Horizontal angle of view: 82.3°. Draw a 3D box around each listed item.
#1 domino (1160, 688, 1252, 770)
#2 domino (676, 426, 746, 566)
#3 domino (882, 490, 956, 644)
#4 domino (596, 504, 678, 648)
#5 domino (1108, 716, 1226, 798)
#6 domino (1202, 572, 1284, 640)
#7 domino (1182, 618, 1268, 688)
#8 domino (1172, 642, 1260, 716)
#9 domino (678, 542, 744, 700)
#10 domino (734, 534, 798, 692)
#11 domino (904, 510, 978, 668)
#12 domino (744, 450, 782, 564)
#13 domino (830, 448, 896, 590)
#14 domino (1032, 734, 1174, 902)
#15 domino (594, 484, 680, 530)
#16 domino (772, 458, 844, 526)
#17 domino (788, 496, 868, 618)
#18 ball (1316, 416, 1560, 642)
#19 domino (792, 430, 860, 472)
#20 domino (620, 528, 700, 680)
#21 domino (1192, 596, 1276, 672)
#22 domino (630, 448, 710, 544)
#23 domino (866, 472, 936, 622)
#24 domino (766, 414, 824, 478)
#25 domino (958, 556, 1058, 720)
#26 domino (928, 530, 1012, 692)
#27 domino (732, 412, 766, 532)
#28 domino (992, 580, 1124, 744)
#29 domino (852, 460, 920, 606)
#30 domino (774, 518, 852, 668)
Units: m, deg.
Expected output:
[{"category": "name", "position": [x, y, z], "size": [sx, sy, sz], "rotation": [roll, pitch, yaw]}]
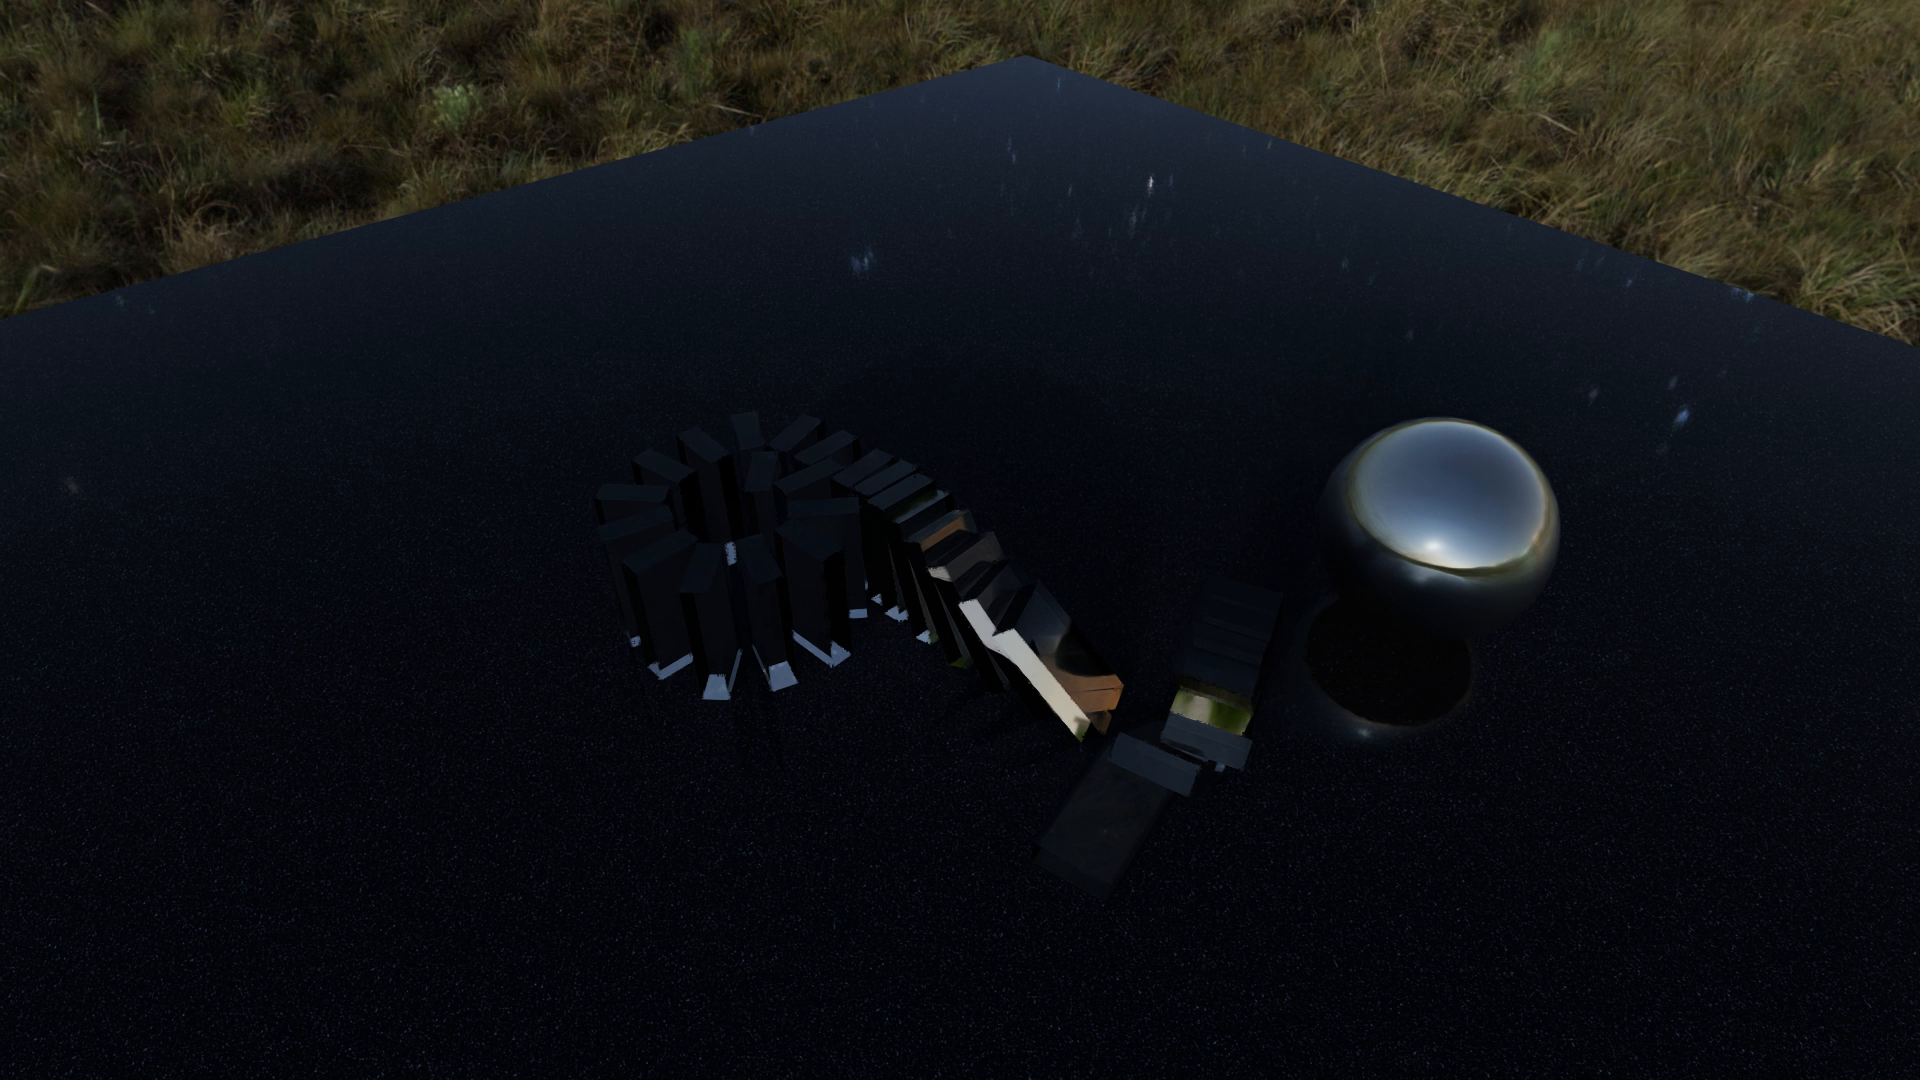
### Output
[{"category": "domino", "position": [0.078, 0.059, 0.347], "size": [0.025, 0.010, 0.050], "rotation": [18, 5, 13]}, {"category": "domino", "position": [-0.097, -0.017, 0.432], "size": [0.009, 0.050, 0.025], "rotation": [-29, 48, -31]}, {"category": "domino", "position": [-0.010, 0.010, 0.399], "size": [0.025, 0.050, 0.010], "rotation": [-32, 32, -33]}, {"category": "domino", "position": [-0.111, 0.013, 0.395], "size": [0.025, 0.050, 0.010], "rotation": [-20, 43, -23]}, {"category": "domino", "position": [0.066, 0.066, 0.340], "size": [0.025, 0.009, 0.050], "rotation": [21, 5, 24]}, {"category": "domino", "position": [0.099, 0.025, 0.384], "size": [0.025, 0.050, 0.010], "rotation": [17, 79, 19]}, {"category": "domino", "position": [0.089, 0.039, 0.367], "size": [0.025, 0.050, 0.010], "rotation": [17, 79, 19]}, {"category": "domino", "position": [0.084, 0.046, 0.359], "size": [0.025, 0.050, 0.009], "rotation": [17, 79, 19]}, {"category": "domino", "position": [-0.085, 0.028, 0.377], "size": [0.009, 0.050, 0.025], "rotation": [1, 39, 2]}, {"category": "domino", "position": [-0.067, 0.025, 0.380], "size": [0.009, 0.050, 0.025], "rotation": [-17, 42, -19]}, {"category": "domino", "position": [0.000, 0.017, 0.391], "size": [0.025, 0.050, 0.009], "rotation": [-33, 23, -34]}, {"category": "domino", "position": [-0.072, -0.006, 0.419], "size": [0.009, 0.050, 0.025], "rotation": [-2, 39, 0]}, {"category": "domino", "position": [-0.035, -0.007, 0.420], "size": [0.010, 0.050, 0.025], "rotation": [25, 46, 31]}, {"category": "domino", "position": [0.046, 0.085, 0.340], "size": [0.025, 0.010, 0.050], "rotation": [22, 44, 25]}, {"category": "domino", "position": [-0.117, 0.002, 0.409], "size": [0.025, 0.050, 0.009], "rotation": [2, 39, 3]}, {"category": "domino", "position": [-0.055, -0.004, 0.416], "size": [0.025, 0.050, 0.009], "rotation": [-27, 44, -29]}, {"category": "domino", "position": [-0.048, 0.008, 0.402], "size": [0.025, 0.050, 0.009], "rotation": [-4, 40, -5]}, {"category": "ball", "position": [0.169, -0.004, 0.393], "size": [0.080, 0.080, 0.080], "rotation": [0, 39, 0]}, {"category": "domino", "position": [-0.050, -0.015, 0.430], "size": [0.010, 0.050, 0.025], "rotation": [29, 47, 34]}, {"category": "domino", "position": [-0.100, 0.023, 0.384], "size": [0.025, 0.050, 0.009], "rotation": [-32, 49, -33]}, {"category": "domino", "position": [0.094, 0.032, 0.375], "size": [0.025, 0.050, 0.009], "rotation": [17, 79, 19]}, {"category": "domino", "position": [-0.109, -0.008, 0.421], "size": [0.025, 0.050, 0.009], "rotation": [24, 45, 27]}, {"category": "domino", "position": [-0.019, 0.003, 0.407], "size": [0.025, 0.050, 0.009], "rotation": [-32, 41, -33]}, {"category": "domino", "position": [-0.063, -0.022, 0.438], "size": [0.010, 0.050, 0.025], "rotation": [18, 43, 21]}, {"category": "domino", "position": [0.022, 0.034, 0.375], "size": [0.010, 0.050, 0.025], "rotation": [-19, 19, 46]}, {"category": "domino", "position": [0.011, 0.025, 0.383], "size": [0.025, 0.050, 0.009], "rotation": [-36, 17, -35]}, {"category": "domino", "position": [-0.082, -0.023, 0.440], "size": [0.009, 0.050, 0.025], "rotation": [-12, 41, -14]}, {"category": "domino", "position": [0.034, 0.041, 0.367], "size": [0.010, 0.050, 0.025], "rotation": [-25, 22, 40]}, {"category": "domino", "position": [-0.025, -0.002, 0.413], "size": [0.025, 0.050, 0.010], "rotation": [-32, 41, -33]}, {"category": "domino", "position": [-0.052, 0.019, 0.388], "size": [0.025, 0.050, 0.010], "rotation": [30, 48, 32]}]
